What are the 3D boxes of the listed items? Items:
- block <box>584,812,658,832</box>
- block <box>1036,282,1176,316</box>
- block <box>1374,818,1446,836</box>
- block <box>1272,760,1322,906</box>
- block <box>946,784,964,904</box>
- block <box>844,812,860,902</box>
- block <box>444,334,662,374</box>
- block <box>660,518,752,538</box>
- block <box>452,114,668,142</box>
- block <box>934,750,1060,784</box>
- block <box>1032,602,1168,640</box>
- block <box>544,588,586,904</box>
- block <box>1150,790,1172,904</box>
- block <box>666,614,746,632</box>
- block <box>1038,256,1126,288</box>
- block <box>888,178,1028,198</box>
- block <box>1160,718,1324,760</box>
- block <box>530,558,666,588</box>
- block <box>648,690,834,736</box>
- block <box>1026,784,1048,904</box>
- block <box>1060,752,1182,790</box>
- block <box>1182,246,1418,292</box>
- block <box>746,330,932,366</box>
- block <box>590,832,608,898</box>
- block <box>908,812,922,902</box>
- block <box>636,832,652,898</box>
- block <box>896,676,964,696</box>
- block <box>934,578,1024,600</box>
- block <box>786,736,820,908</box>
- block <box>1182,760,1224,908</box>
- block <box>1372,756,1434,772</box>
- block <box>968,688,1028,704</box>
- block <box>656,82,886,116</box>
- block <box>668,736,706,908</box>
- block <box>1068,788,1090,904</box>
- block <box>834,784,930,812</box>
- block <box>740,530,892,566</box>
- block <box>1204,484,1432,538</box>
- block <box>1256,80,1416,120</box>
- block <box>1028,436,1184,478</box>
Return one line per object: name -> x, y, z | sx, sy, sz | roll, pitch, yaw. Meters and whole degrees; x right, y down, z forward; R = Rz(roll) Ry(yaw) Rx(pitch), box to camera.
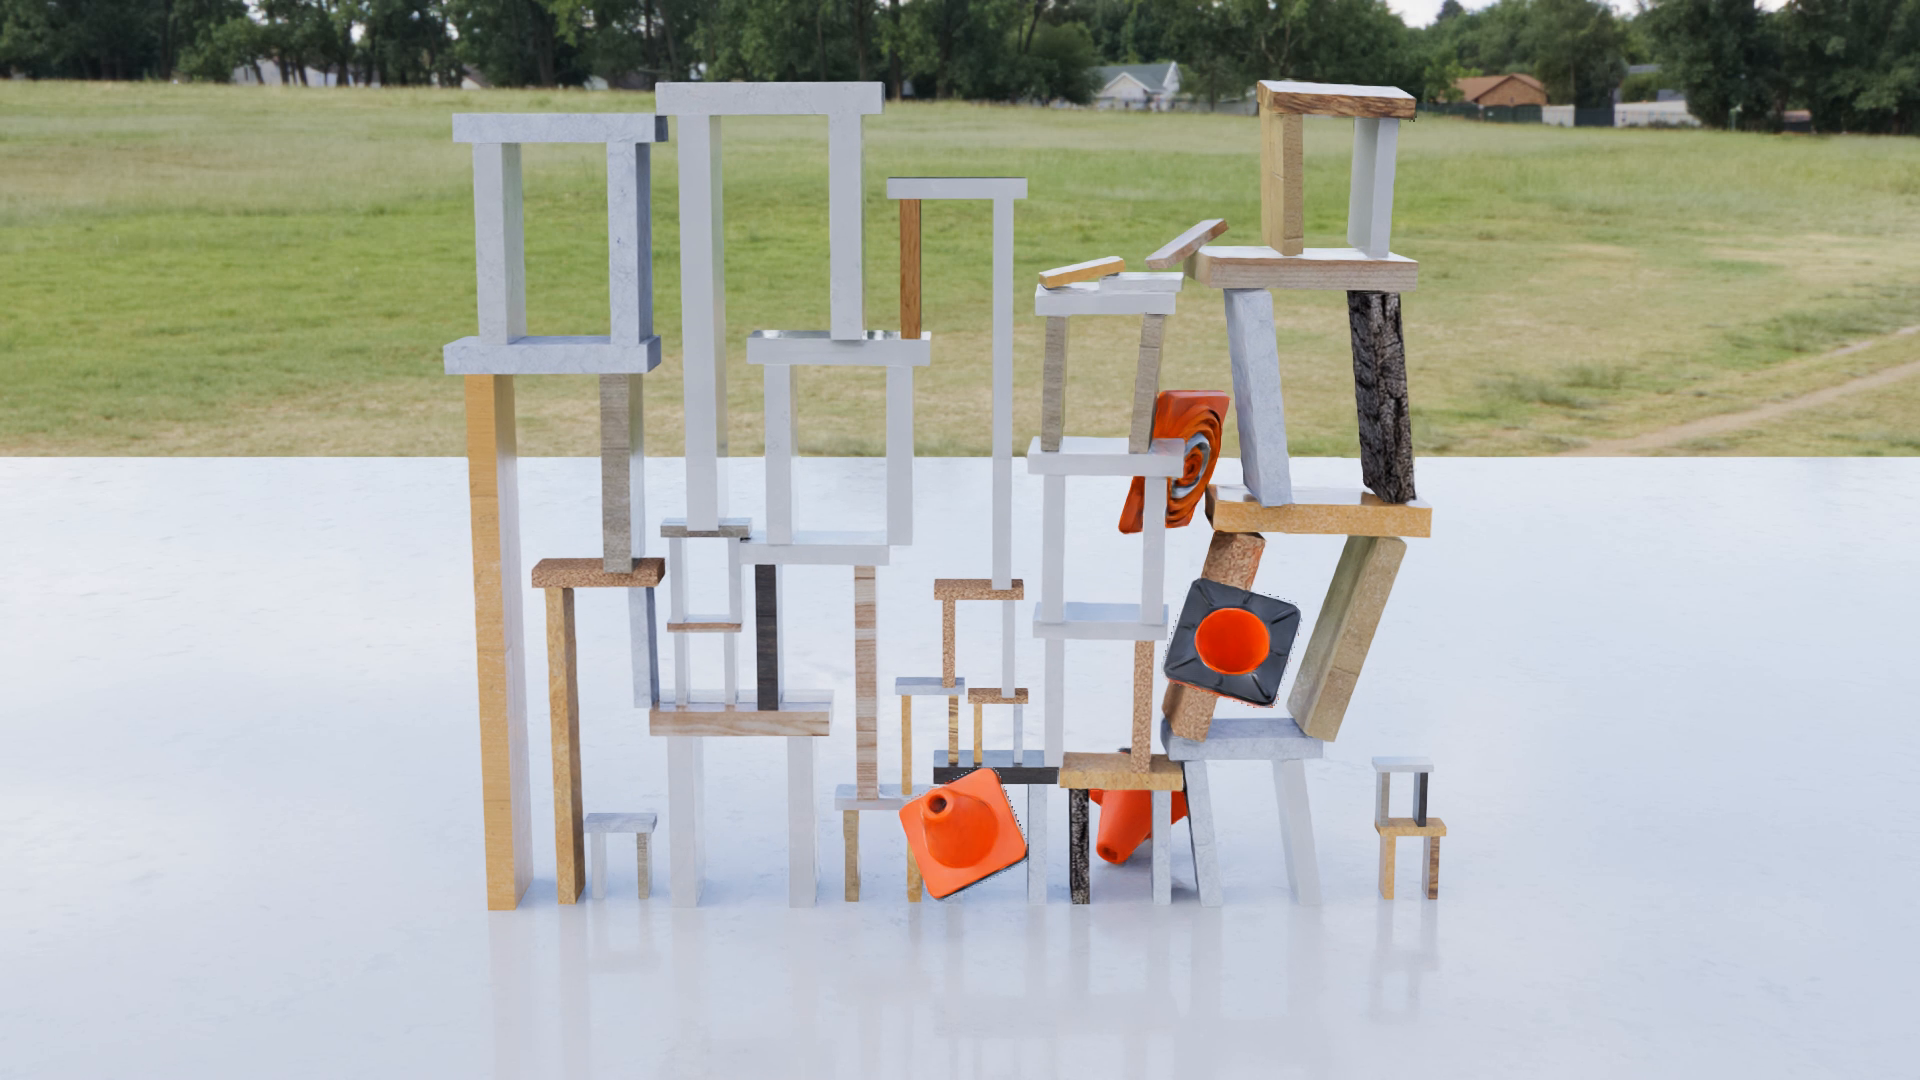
block -> -0.563, 0.469, 3.649 | 0.114, 0.016, 0.057 | 0, 11, 0
block -> 0.227, -0.376, 3.423 | 0.214, 0.030, 0.107 | 0, 17, 5
block -> 0.747, 0.476, 3.646 | 0.109, 0.015, 0.054 | 0, 11, 0
block -> 0.556, 0.466, 3.647 | 0.035, 0.249, 0.125 | -9, 11, 0
block -> -0.009, 0.489, 3.649 | 0.029, 0.205, 0.103 | 0, 11, 0
block -> -0.179, 0.514, 3.652 | 0.022, 0.157, 0.078 | 0, 10, 0
block -> -0.644, -0.296, 3.500 | 0.317, 0.045, 0.158 | 0, 11, 0
block -> -0.410, -0.020, 3.556 | 0.141, 0.020, 0.071 | 0, 11, 0
block -> -0.621, -0.644, 3.435 | 0.309, 0.044, 0.154 | 0, 11, 0
block -> 0.059, 0.374, 3.628 | 0.205, 0.029, 0.103 | 0, 11, 0
block -> 0.229, 0.131, 3.568 | 0.216, 0.031, 0.108 | 1, 14, 5
block -> -0.648, 0.329, 3.617 | 0.028, 0.533, 0.100 | 0, 11, 0
block -> 0.333, 0.491, 3.643 | 0.028, 0.199, 0.099 | -1, 13, 2
block -> -0.414, 0.136, 3.589 | 0.121, 0.017, 0.060 | 0, 11, 0
block -> 0.191, -0.421, 3.450 | 0.126, 0.018, 0.063 | -13, 15, -6
block -> -0.005, -0.554, 3.457 | 0.217, 0.031, 0.108 | 0, 11, 0
block -> 0.461, 0.326, 3.613 | 0.249, 0.035, 0.125 | 0, 11, -2
block -> -0.585, 0.052, 3.565 | 0.201, 0.028, 0.100 | -1, 11, 0
block -> -0.356, 0.283, 3.616 | 0.291, 0.041, 0.145 | 0, 11, 0
block -> 0.128, 0.489, 3.649 | 0.029, 0.205, 0.103 | 0, 11, 0
block -> 0.264, 0.380, 3.617 | 0.199, 0.028, 0.099 | 1, 13, 4
block -> 0.533, -0.429, 3.465 | 0.331, 0.047, 0.166 | 0, 14, -9
block -> -0.190, -0.307, 3.506 | 0.286, 0.041, 0.143 | 1, 11, 0
block -> -0.601, 0.533, 3.661 | 0.016, 0.114, 0.057 | 0, 11, 0
block -> -0.075, 0.514, 3.651 | 0.022, 0.157, 0.078 | 0, 11, 0
block -> -0.525, 0.533, 3.661 | 0.016, 0.114, 0.057 | 0, 11, 0
block -> -0.049, 0.239, 3.608 | 0.113, 0.016, 0.057 | 0, 11, 0
block -> 0.031, 0.080, 3.572 | 0.145, 0.021, 0.072 | 0, 11, 0
block -> -0.259, 0.446, 3.646 | 0.041, 0.291, 0.145 | 0, 11, 0
block -> 0.398, 0.467, 3.641 | 0.035, 0.249, 0.125 | -7, 10, 3
block -> 0.730, 0.370, 3.625 | 0.094, 0.013, 0.047 | 0, 11, 0
block -> 0.062, 0.255, 3.607 | 0.099, 0.014, 0.050 | 0, 10, 0
block -> -0.291, -0.688, 3.433 | 0.344, 0.049, 0.172 | 0, 11, 0
block -> -0.452, 0.446, 3.646 | 0.041, 0.291, 0.145 | 0, 10, 0
block -> 0.198, 0.492, 3.648 | 0.028, 0.199, 0.099 | -1, 11, 0
block -> -0.127, 0.426, 3.635 | 0.157, 0.022, 0.078 | 0, 11, 0
block -> -0.231, 0.012, 3.559 | 0.238, 0.034, 0.119 | 1, 11, 0
block -> 0.573, -0.048, 3.546 | 0.342, 0.048, 0.171 | 2, 11, 1
block -> 0.574, -0.674, 3.367 | 0.220, 0.031, 0.110 | 2, 20, -6
block -> 0.233, -0.132, 3.483 | 0.243, 0.034, 0.122 | 1, 15, 6
